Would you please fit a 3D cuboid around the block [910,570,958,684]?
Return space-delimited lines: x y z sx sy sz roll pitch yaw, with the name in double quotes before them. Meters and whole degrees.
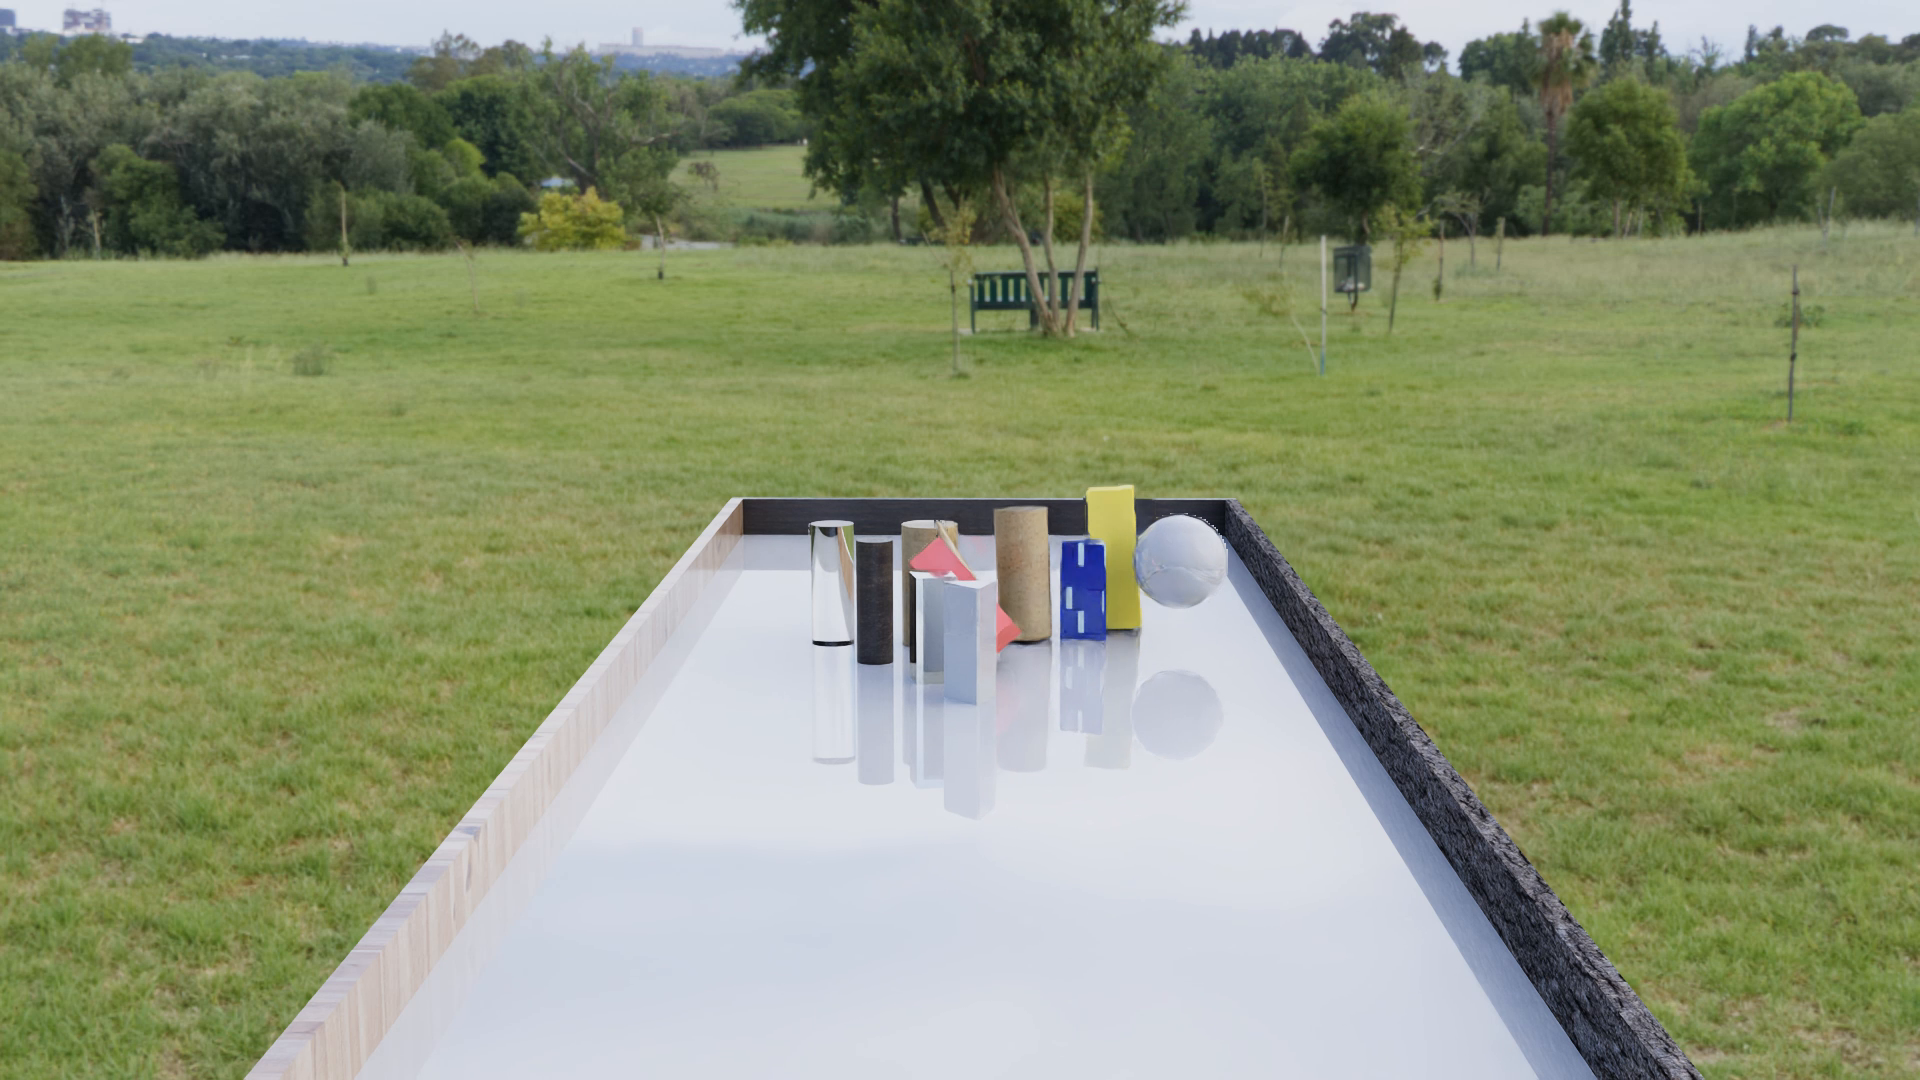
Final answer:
"block" -0.078 0.254 6.411 0.120 0.312 0.120 -2 9 -11

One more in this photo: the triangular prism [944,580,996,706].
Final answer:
"triangular prism" 0.051 0.282 6.176 0.127 0.330 0.147 -8 12 -40

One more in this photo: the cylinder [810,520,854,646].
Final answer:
"cylinder" -0.401 0.136 6.932 0.136 0.381 0.136 0 9 0

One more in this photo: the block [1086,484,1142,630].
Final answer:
"block" 0.504 0.056 7.171 0.148 0.450 0.148 -3 6 6

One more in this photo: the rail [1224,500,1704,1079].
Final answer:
"rail" 1.046 0.843 3.208 0.050 0.150 12.000 0 9 1

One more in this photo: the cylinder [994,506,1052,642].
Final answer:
"cylinder" 0.201 0.106 6.992 0.171 0.411 0.171 -3 5 0

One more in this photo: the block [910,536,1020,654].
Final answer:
"block" 0.017 0.172 6.626 0.364 0.118 0.118 49 0 24

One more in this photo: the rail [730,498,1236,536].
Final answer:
"rail" 0.099 -0.098 9.147 2.100 0.150 0.050 0 9 1

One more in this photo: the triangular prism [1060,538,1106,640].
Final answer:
"triangular prism" 0.421 0.155 7.050 0.154 0.305 0.133 4 9 27

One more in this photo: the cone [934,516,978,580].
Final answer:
"cone" 0.006 0.124 6.756 0.170 0.436 0.170 -22 -12 -5

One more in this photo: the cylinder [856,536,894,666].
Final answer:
"cylinder" -0.258 0.184 6.655 0.111 0.374 0.111 0 9 0

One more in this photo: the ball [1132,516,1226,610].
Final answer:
"ball" 0.695 0.070 6.975 0.298 0.298 0.298 0 9 0

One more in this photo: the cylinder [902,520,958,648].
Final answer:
"cylinder" -0.095 0.138 6.917 0.176 0.381 0.176 0 9 0

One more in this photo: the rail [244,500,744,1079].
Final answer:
"rail" -1.004 0.839 3.234 0.050 0.150 12.000 0 9 1
